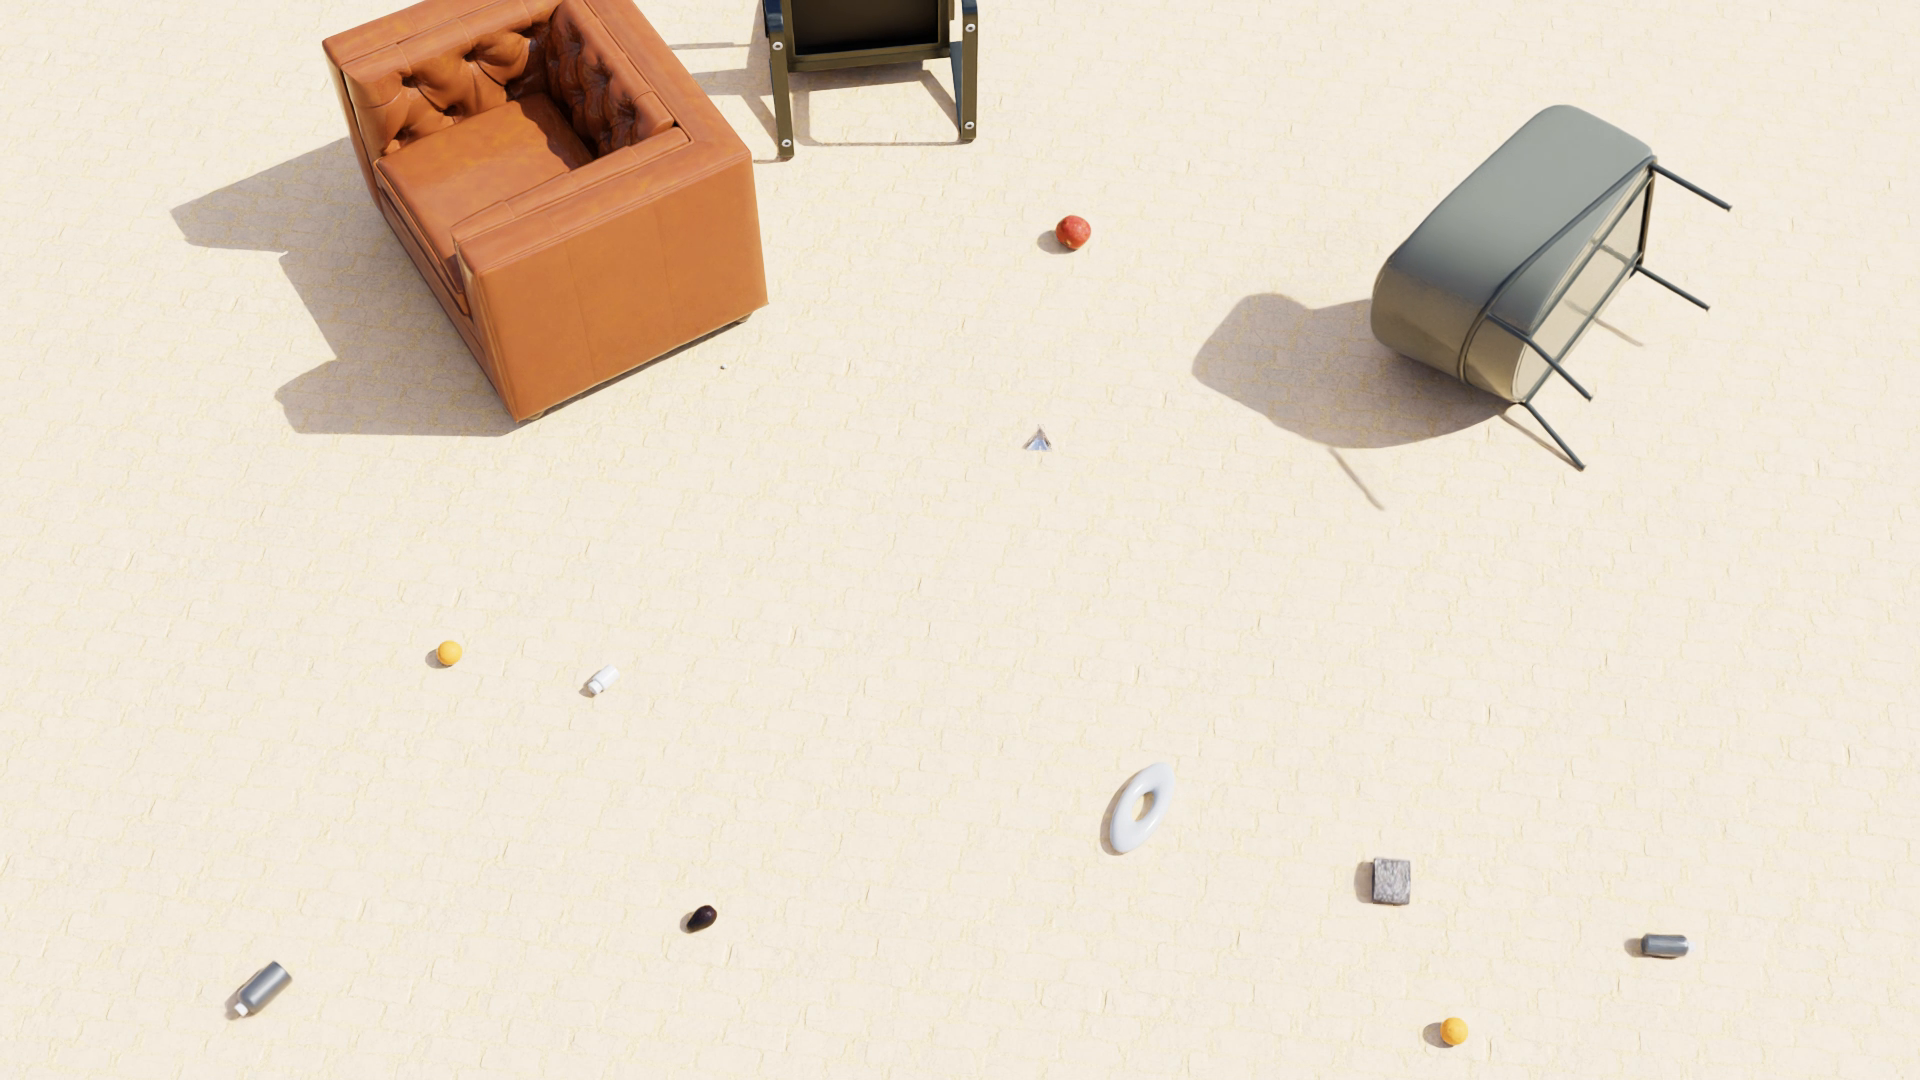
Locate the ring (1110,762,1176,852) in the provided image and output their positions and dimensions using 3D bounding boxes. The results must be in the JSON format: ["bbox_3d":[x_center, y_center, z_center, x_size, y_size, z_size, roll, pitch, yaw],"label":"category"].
[{"bbox_3d":[0.503,0.734,6.053,0.133,0.047,0.309,24,59,16],"label":"ring"}]

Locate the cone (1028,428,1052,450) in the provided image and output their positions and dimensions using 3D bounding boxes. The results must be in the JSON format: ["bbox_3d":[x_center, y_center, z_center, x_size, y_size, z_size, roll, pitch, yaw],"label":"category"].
[{"bbox_3d":[0.247,-0.322,6.778,0.073,0.040,0.091,1,44,3],"label":"cone"}]
